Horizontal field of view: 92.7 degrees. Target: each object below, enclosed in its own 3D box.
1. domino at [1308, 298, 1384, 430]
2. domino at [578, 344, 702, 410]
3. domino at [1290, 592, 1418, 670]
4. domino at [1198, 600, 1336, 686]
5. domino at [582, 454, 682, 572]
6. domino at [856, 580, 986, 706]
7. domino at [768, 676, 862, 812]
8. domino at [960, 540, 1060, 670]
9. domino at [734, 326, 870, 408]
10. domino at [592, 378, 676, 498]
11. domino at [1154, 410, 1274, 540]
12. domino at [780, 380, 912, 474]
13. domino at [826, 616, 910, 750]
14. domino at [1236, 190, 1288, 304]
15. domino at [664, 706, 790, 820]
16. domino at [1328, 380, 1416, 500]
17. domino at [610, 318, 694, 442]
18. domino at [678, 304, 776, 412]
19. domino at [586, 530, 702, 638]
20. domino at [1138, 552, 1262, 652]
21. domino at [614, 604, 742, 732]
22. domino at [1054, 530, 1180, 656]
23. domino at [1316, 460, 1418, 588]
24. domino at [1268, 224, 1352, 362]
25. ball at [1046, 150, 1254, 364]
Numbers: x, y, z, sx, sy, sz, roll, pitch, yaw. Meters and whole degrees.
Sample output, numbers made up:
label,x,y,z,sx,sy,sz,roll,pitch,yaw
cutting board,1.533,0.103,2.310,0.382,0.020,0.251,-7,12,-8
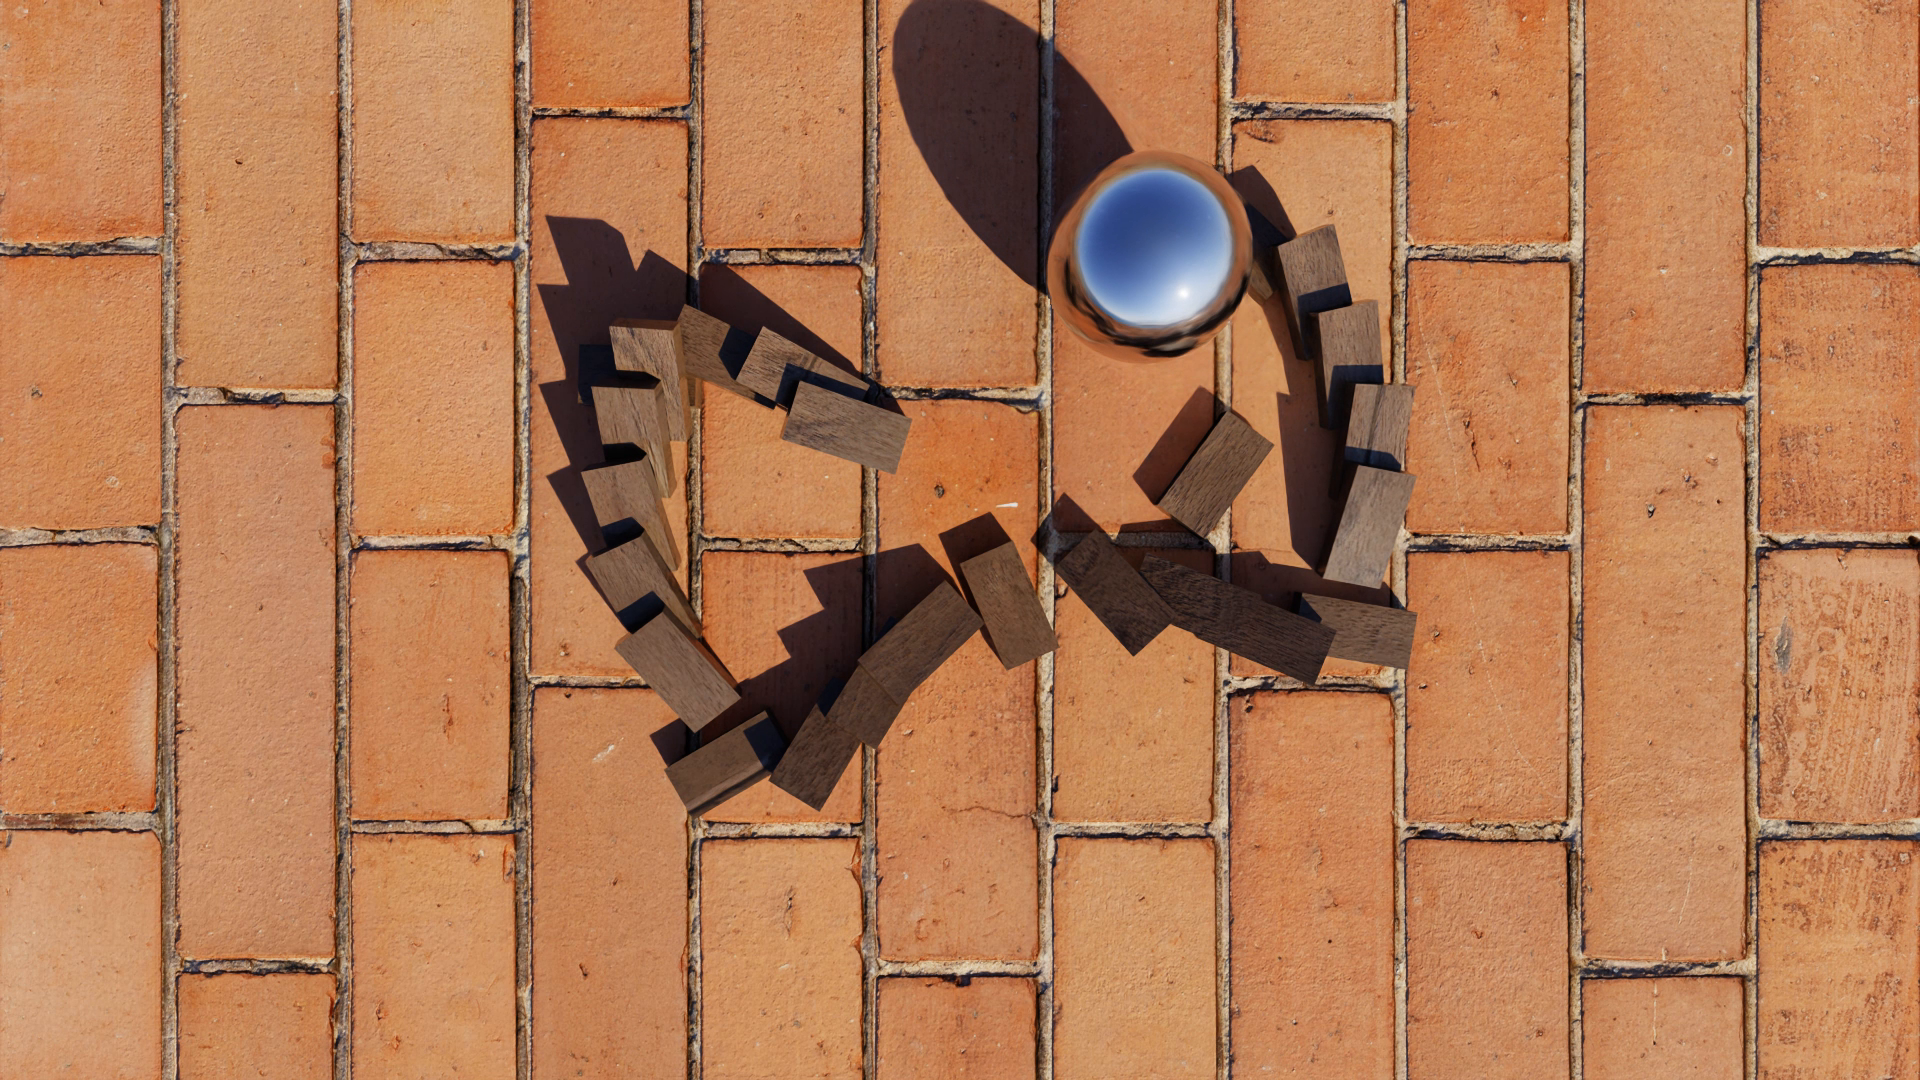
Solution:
label,x,y,z,sx,sy,sz,roll,pitch,yaw
domino,0.164,-0.074,0.388,0.025,0.010,0.050,-13,107,0
domino,-0.138,-0.070,0.395,0.050,0.009,0.025,2,90,0
domino,0.168,0.039,0.395,0.050,0.009,0.025,10,90,0
domino,0.130,0.040,0.389,0.050,0.009,0.025,22,90,16
domino,-0.138,-0.009,0.386,0.025,0.010,0.050,-11,113,0
domino,-0.016,0.043,0.385,0.050,0.009,0.025,-42,86,-16
domino,-0.057,0.086,0.389,0.025,0.010,0.050,31,75,0
domino,0.021,0.028,0.395,0.025,0.010,0.050,-24,90,0
domino,-0.066,-0.066,0.387,0.050,0.010,0.025,27,90,-20
domino,-0.135,-0.042,0.383,0.025,0.010,0.050,3,123,0
domino,0.109,-0.028,0.395,0.025,0.009,0.050,36,90,0
domino,-0.048,-0.047,0.386,0.050,0.010,0.025,16,94,-20
domino,-0.033,0.060,0.389,0.025,0.009,0.050,33,74,0
domino,0.121,-0.129,0.395,0.050,0.010,0.025,43,90,0
domino,-0.098,0.096,0.395,0.050,0.009,0.025,-30,90,0
domino,0.174,-0.041,0.388,0.025,0.010,0.050,2,107,-1
domino,-0.127,-0.066,0.379,0.025,0.010,0.050,4,125,0
domino,-0.098,-0.077,0.389,0.050,0.010,0.025,24,87,-13
domino,-0.133,0.024,0.387,0.025,0.009,0.050,-25,110,0
domino,0.099,0.026,0.388,0.050,0.010,0.025,22,90,16
domino,-0.118,0.055,0.388,0.025,0.010,0.050,-37,108,0
domino,0.066,0.022,0.388,0.025,0.009,0.050,-43,75,7
domino,0.171,-0.006,0.388,0.025,0.009,0.050,10,106,-2
domino,0.150,-0.104,0.388,0.025,0.010,0.050,-22,107,0
ball,0.074,-0.110,0.360,0.080,0.080,0.080,0,90,0
